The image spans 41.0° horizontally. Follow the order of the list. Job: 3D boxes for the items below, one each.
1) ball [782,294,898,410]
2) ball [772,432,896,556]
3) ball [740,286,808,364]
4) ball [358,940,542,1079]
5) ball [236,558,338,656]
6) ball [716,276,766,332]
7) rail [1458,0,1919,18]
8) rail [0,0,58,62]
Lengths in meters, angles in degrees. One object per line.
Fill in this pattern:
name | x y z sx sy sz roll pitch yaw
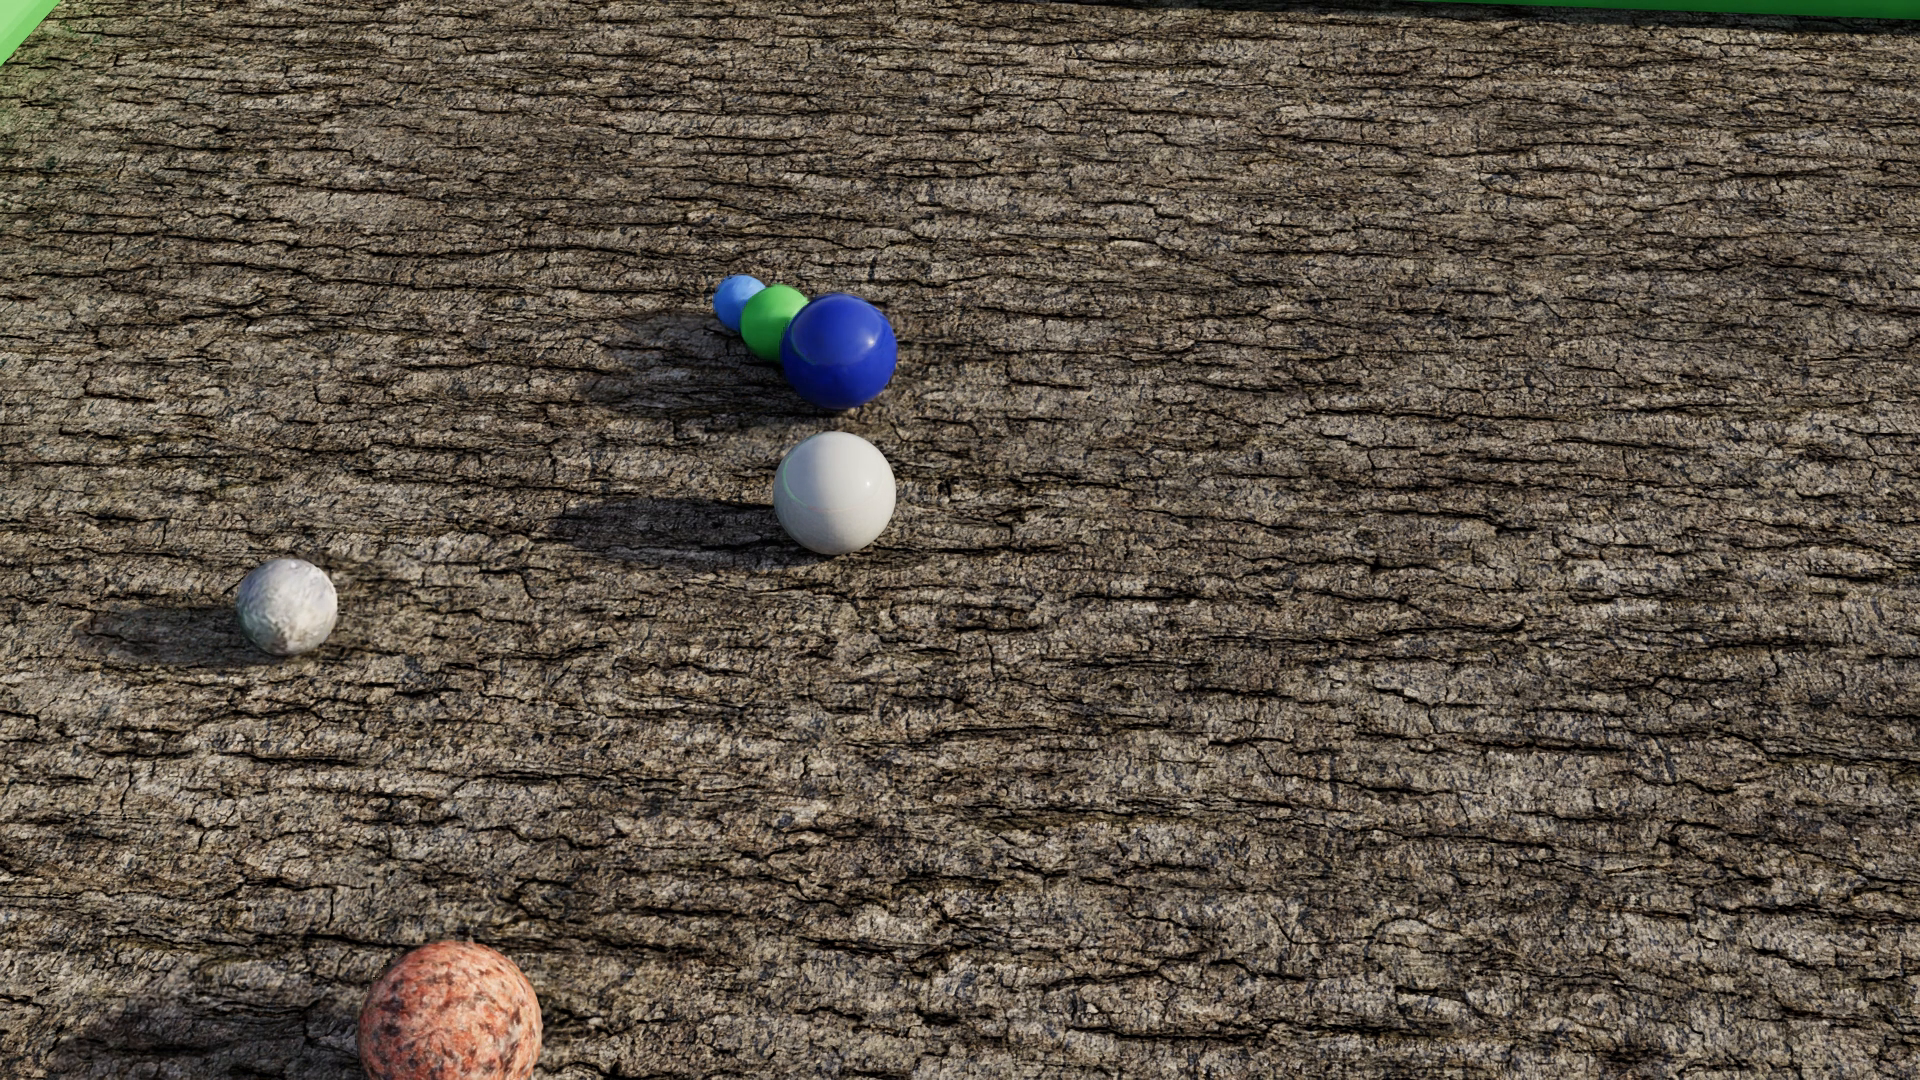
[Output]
ball | -0.089 -0.138 1.889 0.086 0.086 0.086 0 36 0
ball | -0.085 -0.032 1.741 0.084 0.084 0.084 0 36 0
ball | -0.138 -0.164 1.947 0.058 0.058 0.058 0 36 0
ball | -0.264 0.255 1.333 0.094 0.094 0.094 0 36 0
ball | -0.433 0.043 1.654 0.063 0.063 0.063 0 36 0
ball | -0.168 -0.183 1.987 0.044 0.044 0.044 0 36 0
rail | 1.047 -0.532 2.403 3.852 0.122 0.045 3 36 4
rail | -0.935 -0.071 1.762 0.045 0.122 1.981 3 36 4
